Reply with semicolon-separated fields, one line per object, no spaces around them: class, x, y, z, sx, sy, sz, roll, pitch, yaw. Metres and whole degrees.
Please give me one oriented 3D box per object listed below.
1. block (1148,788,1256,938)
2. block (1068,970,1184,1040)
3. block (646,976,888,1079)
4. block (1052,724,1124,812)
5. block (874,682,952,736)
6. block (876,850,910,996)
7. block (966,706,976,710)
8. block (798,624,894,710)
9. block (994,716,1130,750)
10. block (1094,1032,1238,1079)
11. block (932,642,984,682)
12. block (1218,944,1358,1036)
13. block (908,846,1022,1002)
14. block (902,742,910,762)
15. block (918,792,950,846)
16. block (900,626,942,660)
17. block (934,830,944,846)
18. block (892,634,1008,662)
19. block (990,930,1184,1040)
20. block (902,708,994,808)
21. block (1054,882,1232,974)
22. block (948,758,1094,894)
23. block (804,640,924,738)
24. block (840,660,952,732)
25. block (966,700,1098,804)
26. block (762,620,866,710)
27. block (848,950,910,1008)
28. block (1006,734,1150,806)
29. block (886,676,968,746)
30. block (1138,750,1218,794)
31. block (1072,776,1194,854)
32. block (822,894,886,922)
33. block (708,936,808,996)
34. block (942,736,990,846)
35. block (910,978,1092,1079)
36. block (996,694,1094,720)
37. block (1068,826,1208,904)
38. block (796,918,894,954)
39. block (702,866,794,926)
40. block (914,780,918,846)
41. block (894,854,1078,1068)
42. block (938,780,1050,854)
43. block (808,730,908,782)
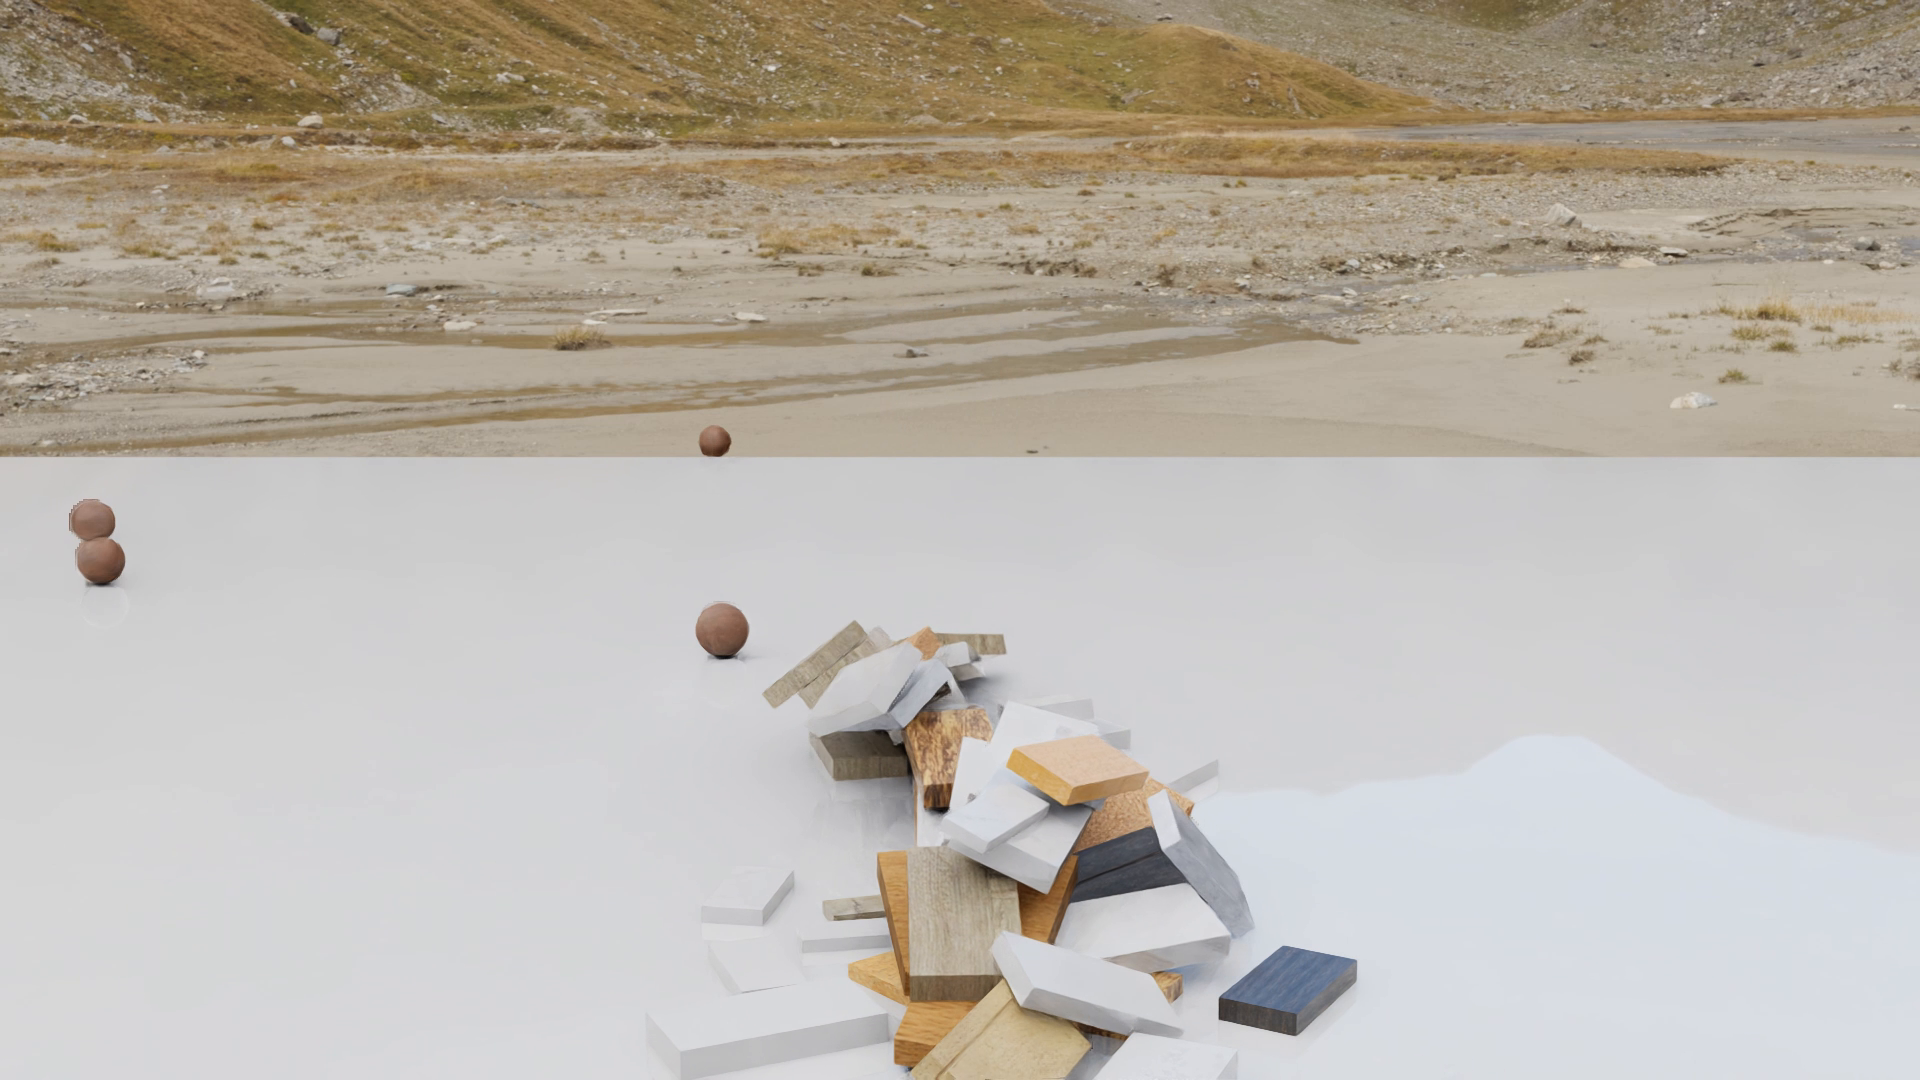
block;0.379;0.508;3.449;0.034;0.239;0.119;-32;32;13
block;0.239;0.667;3.179;0.099;0.028;0.199;5;12;27
block;-0.270;0.679;3.071;0.303;0.043;0.152;-5;12;-25
block;0.192;0.365;3.542;0.118;0.034;0.237;24;13;5
block;-0.111;0.309;4.321;0.163;0.046;0.327;-30;2;-4
block;-0.030;0.570;3.310;0.152;0.043;0.303;-2;26;-10
block;-0.018;0.394;4.639;0.110;0.031;0.220;0;11;-1
block;-0.224;0.254;4.389;0.175;0.049;0.349;-38;1;2
block;0.189;0.413;4.505;0.294;0.042;0.147;-7;13;-34
block;0.247;0.722;2.844;0.147;0.042;0.294;4;11;23
block;-0.045;0.279;4.841;0.163;0.046;0.327;-12;-9;4
block;0.482;0.657;3.217;0.119;0.034;0.239;6;12;30
block;0.005;0.547;3.160;0.158;0.045;0.317;0;26;-2
block;-0.055;0.401;4.352;0.110;0.031;0.220;-25;11;-2
block;0.004;0.510;3.720;0.153;0.043;0.306;0;29;-1
block;-0.142;0.263;4.455;0.175;0.049;0.349;-32;2;8
block;0.008;0.517;3.633;0.099;0.028;0.227;8;30;13
block;-0.061;0.258;4.991;0.175;0.049;0.349;-17;-11;31
block;0.176;0.619;3.024;0.270;0.034;0.119;22;19;-31
block;-0.008;0.382;3.879;0.153;0.043;0.306;-2;19;-8
block;0.238;0.592;3.286;0.294;0.042;0.147;-7;25;-19
block;0.100;0.429;3.334;0.161;0.046;0.321;25;15;8
block;-0.179;0.274;4.017;0.138;0.039;0.276;-56;16;-28
block;-0.132;0.289;4.066;0.138;0.039;0.276;-47;15;-23
block;0.121;0.380;3.639;0.161;0.046;0.321;15;26;7
block;-0.288;0.247;4.395;0.138;0.039;0.276;-37;1;19
block;-0.082;0.654;3.262;0.084;0.024;0.167;-9;14;-39
block;0.185;0.355;3.419;0.118;0.034;0.237;31;18;29
block;-0.076;0.340;4.500;0.163;0.046;0.442;-27;2;-2
block;0.395;0.460;4.278;0.118;0.034;0.237;7;13;33
block;0.200;0.506;3.637;0.158;0.045;0.496;29;30;24
block;-0.141;0.599;3.563;0.149;0.021;0.075;-3;11;-17
block;-0.303;0.646;3.290;0.101;0.029;0.202;-4;11;-20
block;0.064;0.437;3.603;0.161;0.046;0.321;12;26;1
block;0.058;0.674;2.861;0.147;0.042;0.294;44;23;9
block;0.176;0.357;4.590;0.147;0.042;0.294;-8;-1;-9
block;0.242;0.560;3.480;0.317;0.045;0.158;-11;50;-45
block;-0.178;0.620;3.450;0.149;0.021;0.075;-2;11;-11
block;-0.347;0.584;3.620;0.101;0.029;0.202;2;11;10
block;-0.004;0.467;3.886;0.153;0.043;0.306;0;34;-2
block;0.046;0.595;3.162;0.152;0.043;0.494;7;26;13
block;0.053;0.405;3.223;0.075;0.021;0.241;28;17;18
block;-0.209;0.422;4.458;0.147;0.042;0.294;-2;11;-13
